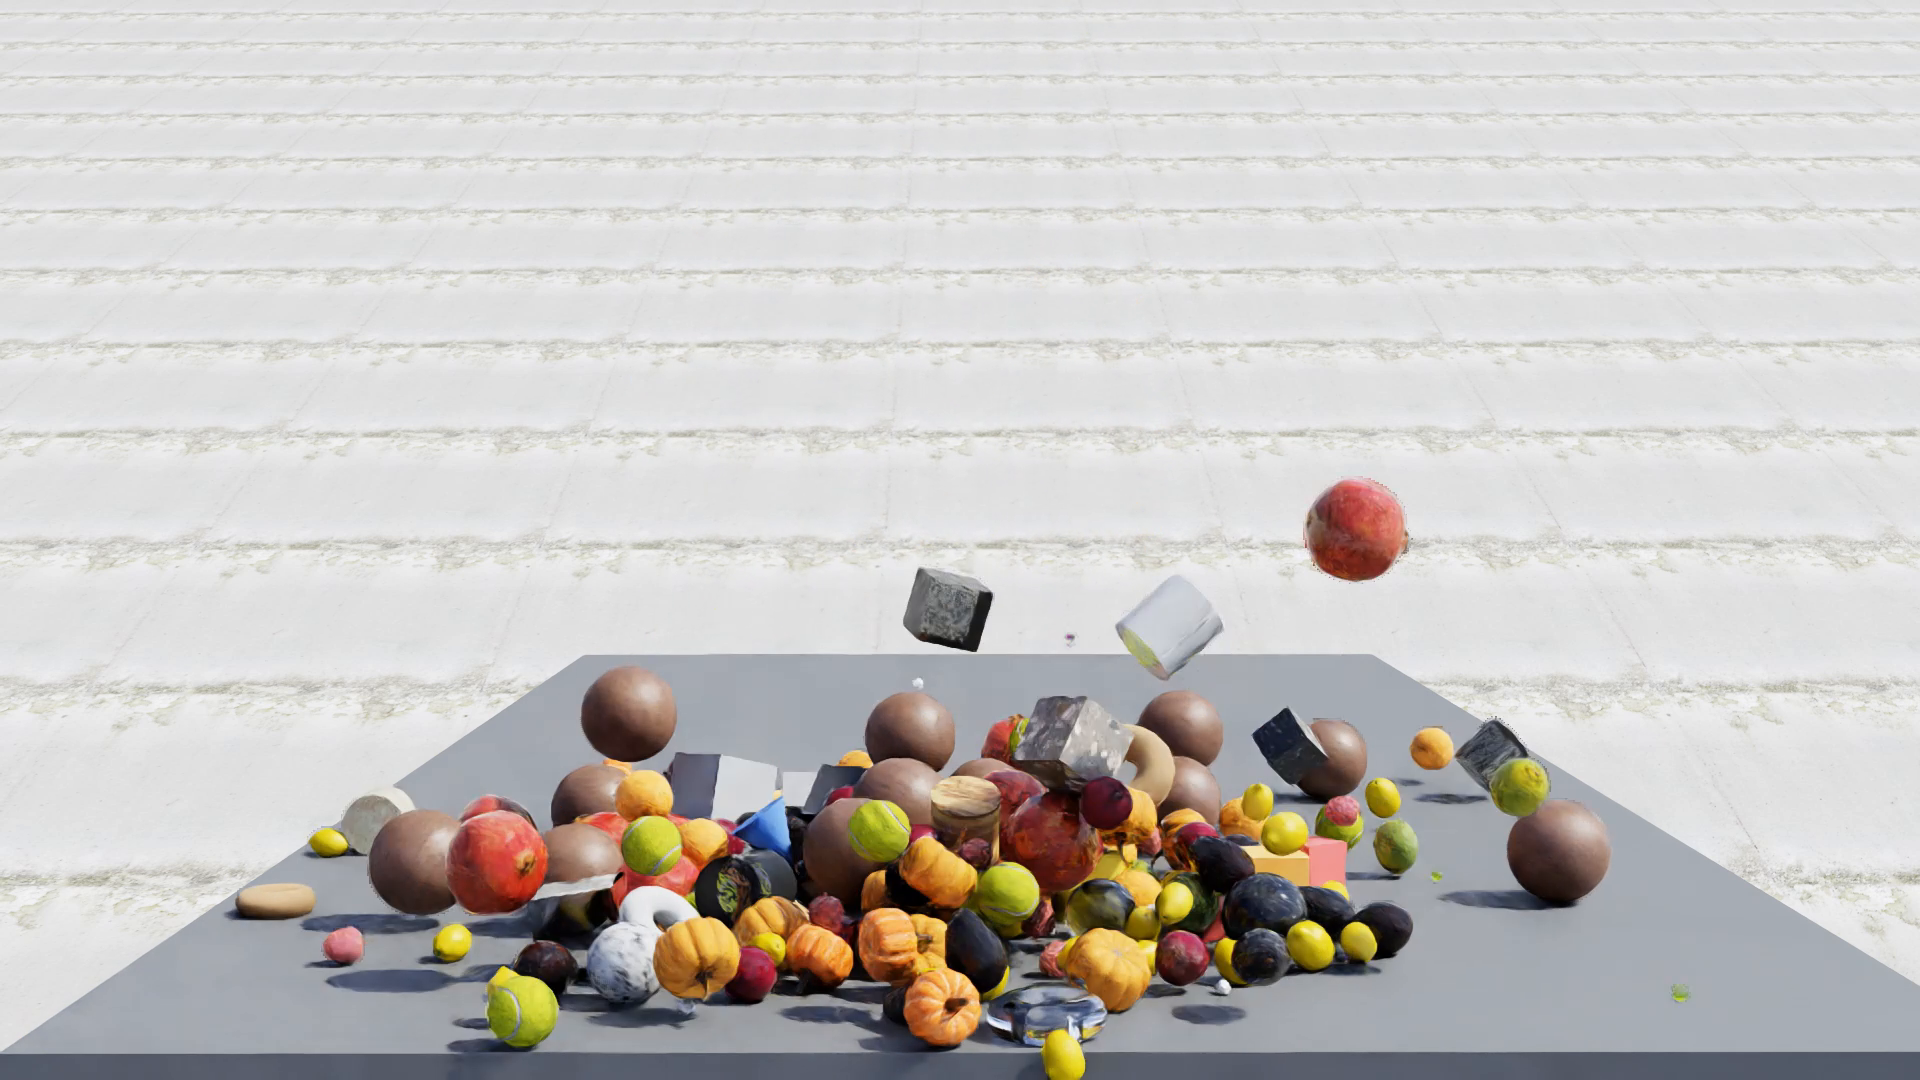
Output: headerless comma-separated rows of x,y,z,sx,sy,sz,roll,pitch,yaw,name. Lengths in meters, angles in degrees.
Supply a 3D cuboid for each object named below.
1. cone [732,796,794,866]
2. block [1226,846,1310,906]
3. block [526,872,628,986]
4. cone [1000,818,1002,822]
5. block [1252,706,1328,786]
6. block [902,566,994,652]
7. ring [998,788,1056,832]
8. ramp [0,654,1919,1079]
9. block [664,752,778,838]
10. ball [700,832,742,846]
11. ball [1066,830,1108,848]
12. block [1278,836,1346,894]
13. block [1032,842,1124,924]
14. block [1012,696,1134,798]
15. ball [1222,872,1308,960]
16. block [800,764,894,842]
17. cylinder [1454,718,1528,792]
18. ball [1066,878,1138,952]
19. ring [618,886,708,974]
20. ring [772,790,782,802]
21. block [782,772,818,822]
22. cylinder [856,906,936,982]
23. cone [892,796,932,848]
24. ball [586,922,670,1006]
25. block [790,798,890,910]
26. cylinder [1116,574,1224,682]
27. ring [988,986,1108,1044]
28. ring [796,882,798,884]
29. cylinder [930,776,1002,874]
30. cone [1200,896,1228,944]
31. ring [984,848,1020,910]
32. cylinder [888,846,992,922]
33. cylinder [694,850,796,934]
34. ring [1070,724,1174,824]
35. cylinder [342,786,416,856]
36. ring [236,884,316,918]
-0.224,0.365,3.119,0.077,0.077,0.077,-36,2,1,cone
0.378,0.427,3.167,0.087,0.087,0.087,0,3,-4,block
-0.420,0.433,2.870,0.095,0.095,0.095,-9,3,2,block
0.044,0.402,3.771,0.055,0.055,0.055,-17,29,-36,cone
0.488,0.306,3.808,0.069,0.069,0.069,-38,42,10,block
-0.018,0.100,3.720,0.090,0.090,0.090,13,9,-20,block
0.071,0.407,3.874,0.146,0.049,0.146,0,5,0,ring
0.049,0.447,4.532,2.000,0.100,4.000,0,3,0,ramp
-0.323,0.346,3.473,0.100,0.100,0.100,16,-13,-42,block
-0.339,0.397,3.715,0.088,0.088,0.088,0,21,0,ball
0.171,0.424,3.469,0.062,0.062,0.062,0,21,0,ball
0.464,0.427,3.389,0.062,0.062,0.062,-2,4,-32,block
0.146,0.427,3.206,0.083,0.083,0.083,-2,4,-30,block
0.131,0.239,2.971,0.084,0.084,0.084,-7,50,51,block
0.351,0.432,2.956,0.099,0.099,0.099,0,21,0,ball
-0.154,0.382,3.592,0.093,0.093,0.093,2,43,20,block
0.855,0.346,4.133,0.083,0.083,0.083,-41,31,-5,cylinder
0.165,0.437,2.994,0.086,0.086,0.086,0,21,0,ball
-0.328,0.431,2.847,0.111,0.037,0.111,32,27,-19,ring
-0.255,0.409,3.984,0.105,0.035,0.105,3,1,0,ring
-0.238,0.392,3.905,0.057,0.057,0.057,0,59,6,block
-0.072,0.452,2.875,0.070,0.070,0.070,8,5,19,cylinder
-0.062,0.386,3.408,0.066,0.066,0.066,2,39,6,cone
-0.353,0.451,2.734,0.088,0.088,0.088,0,21,0,ball
-0.161,0.400,3.278,0.091,0.091,0.091,44,11,7,block
0.253,0.106,3.107,0.092,0.092,0.092,-41,34,-12,cylinder
0.088,0.481,2.603,0.123,0.041,0.123,-1,3,0,ring
-0.242,0.442,3.432,0.094,0.031,0.094,0,4,0,ring
0.006,0.339,3.065,0.083,0.083,0.083,2,29,-1,cylinder
0.303,0.463,3.057,0.058,0.058,0.058,19,42,40,cone
0.039,0.428,3.257,0.080,0.080,0.027,12,0,29,ring
-0.024,0.424,3.183,0.093,0.093,0.093,18,14,38,cylinder
-0.245,0.402,2.943,0.087,0.087,0.087,9,3,22,cylinder
0.214,0.313,3.438,0.149,0.050,0.149,-10,51,13,ring
-0.829,0.401,3.670,0.086,0.086,0.086,0,3,-1,cylinder
-0.858,0.452,3.222,0.098,0.033,0.098,0,2,0,ring
